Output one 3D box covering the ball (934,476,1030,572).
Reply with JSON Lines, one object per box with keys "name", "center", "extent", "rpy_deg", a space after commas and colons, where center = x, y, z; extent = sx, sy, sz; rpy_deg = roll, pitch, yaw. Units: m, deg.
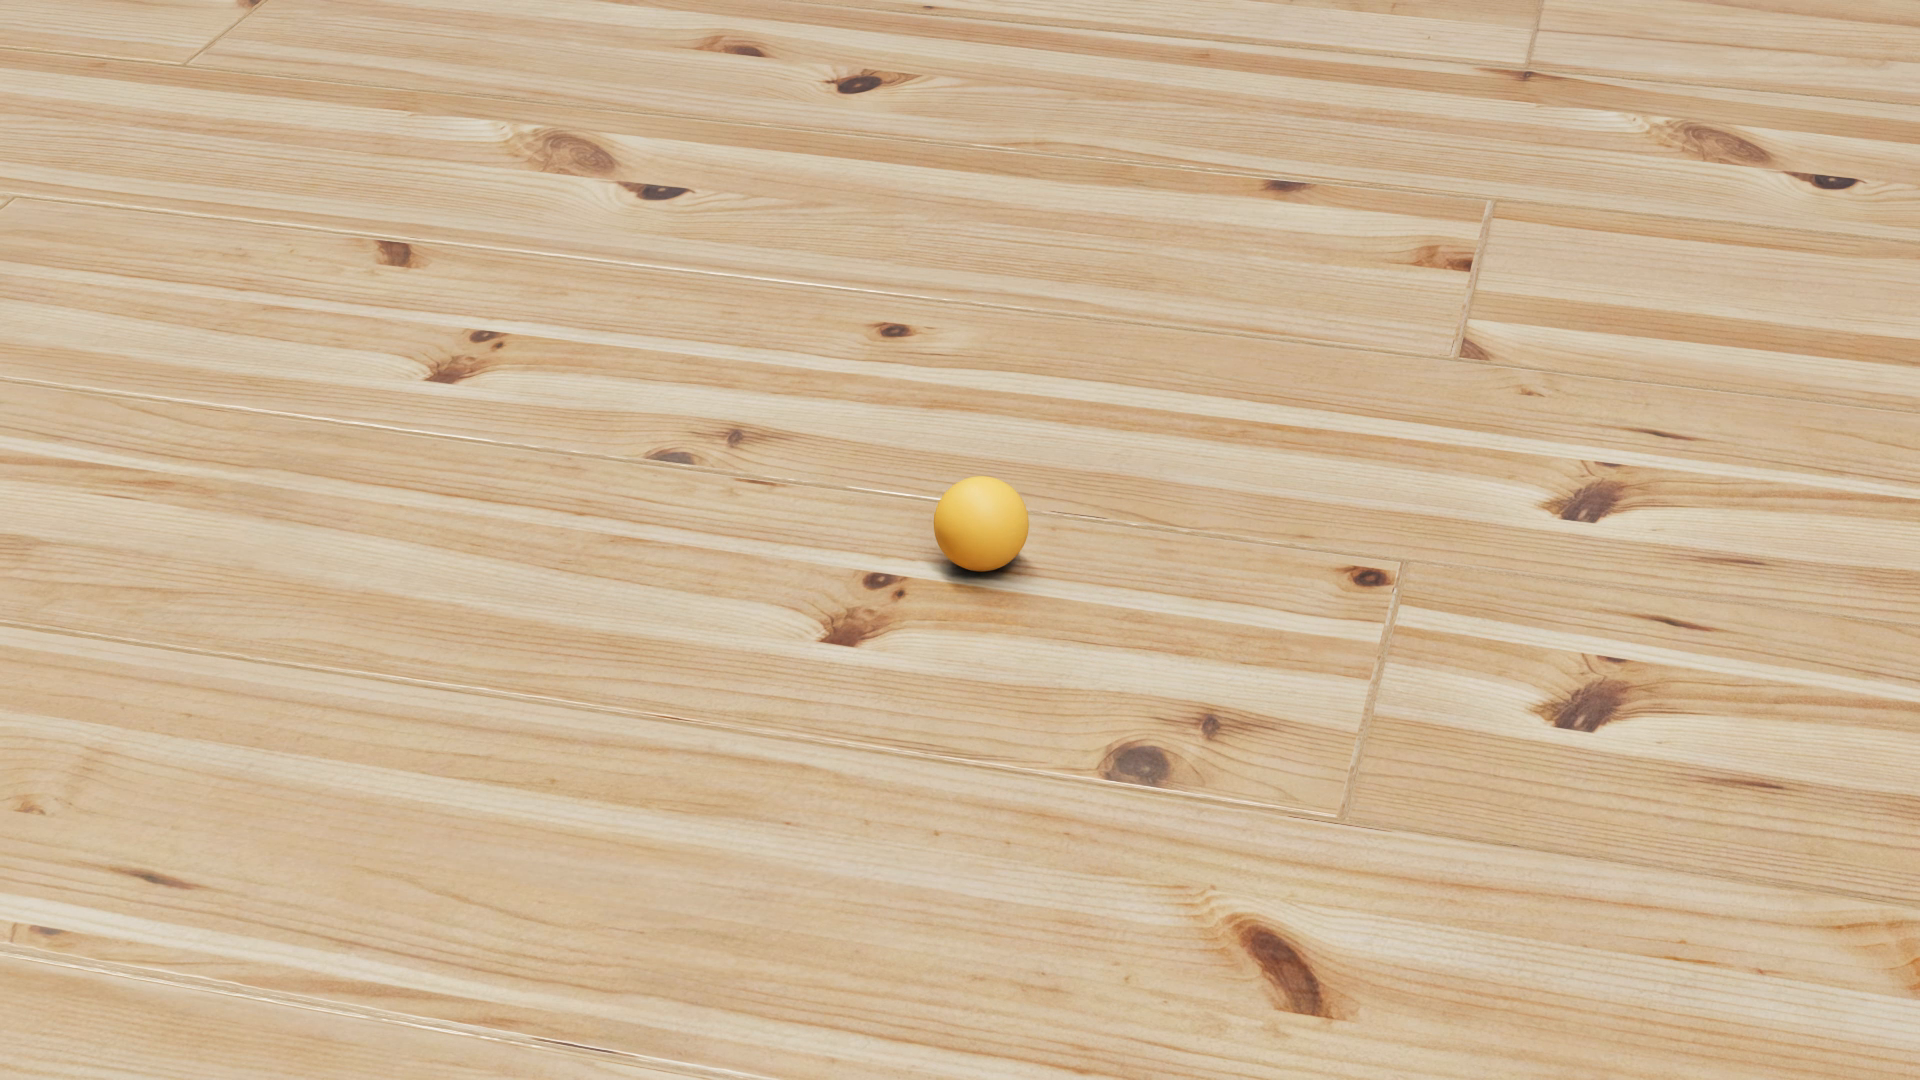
{"name": "ball", "center": [0.012, -0.009, 1.614], "extent": [0.052, 0.052, 0.052], "rpy_deg": [0, 31, 0]}
